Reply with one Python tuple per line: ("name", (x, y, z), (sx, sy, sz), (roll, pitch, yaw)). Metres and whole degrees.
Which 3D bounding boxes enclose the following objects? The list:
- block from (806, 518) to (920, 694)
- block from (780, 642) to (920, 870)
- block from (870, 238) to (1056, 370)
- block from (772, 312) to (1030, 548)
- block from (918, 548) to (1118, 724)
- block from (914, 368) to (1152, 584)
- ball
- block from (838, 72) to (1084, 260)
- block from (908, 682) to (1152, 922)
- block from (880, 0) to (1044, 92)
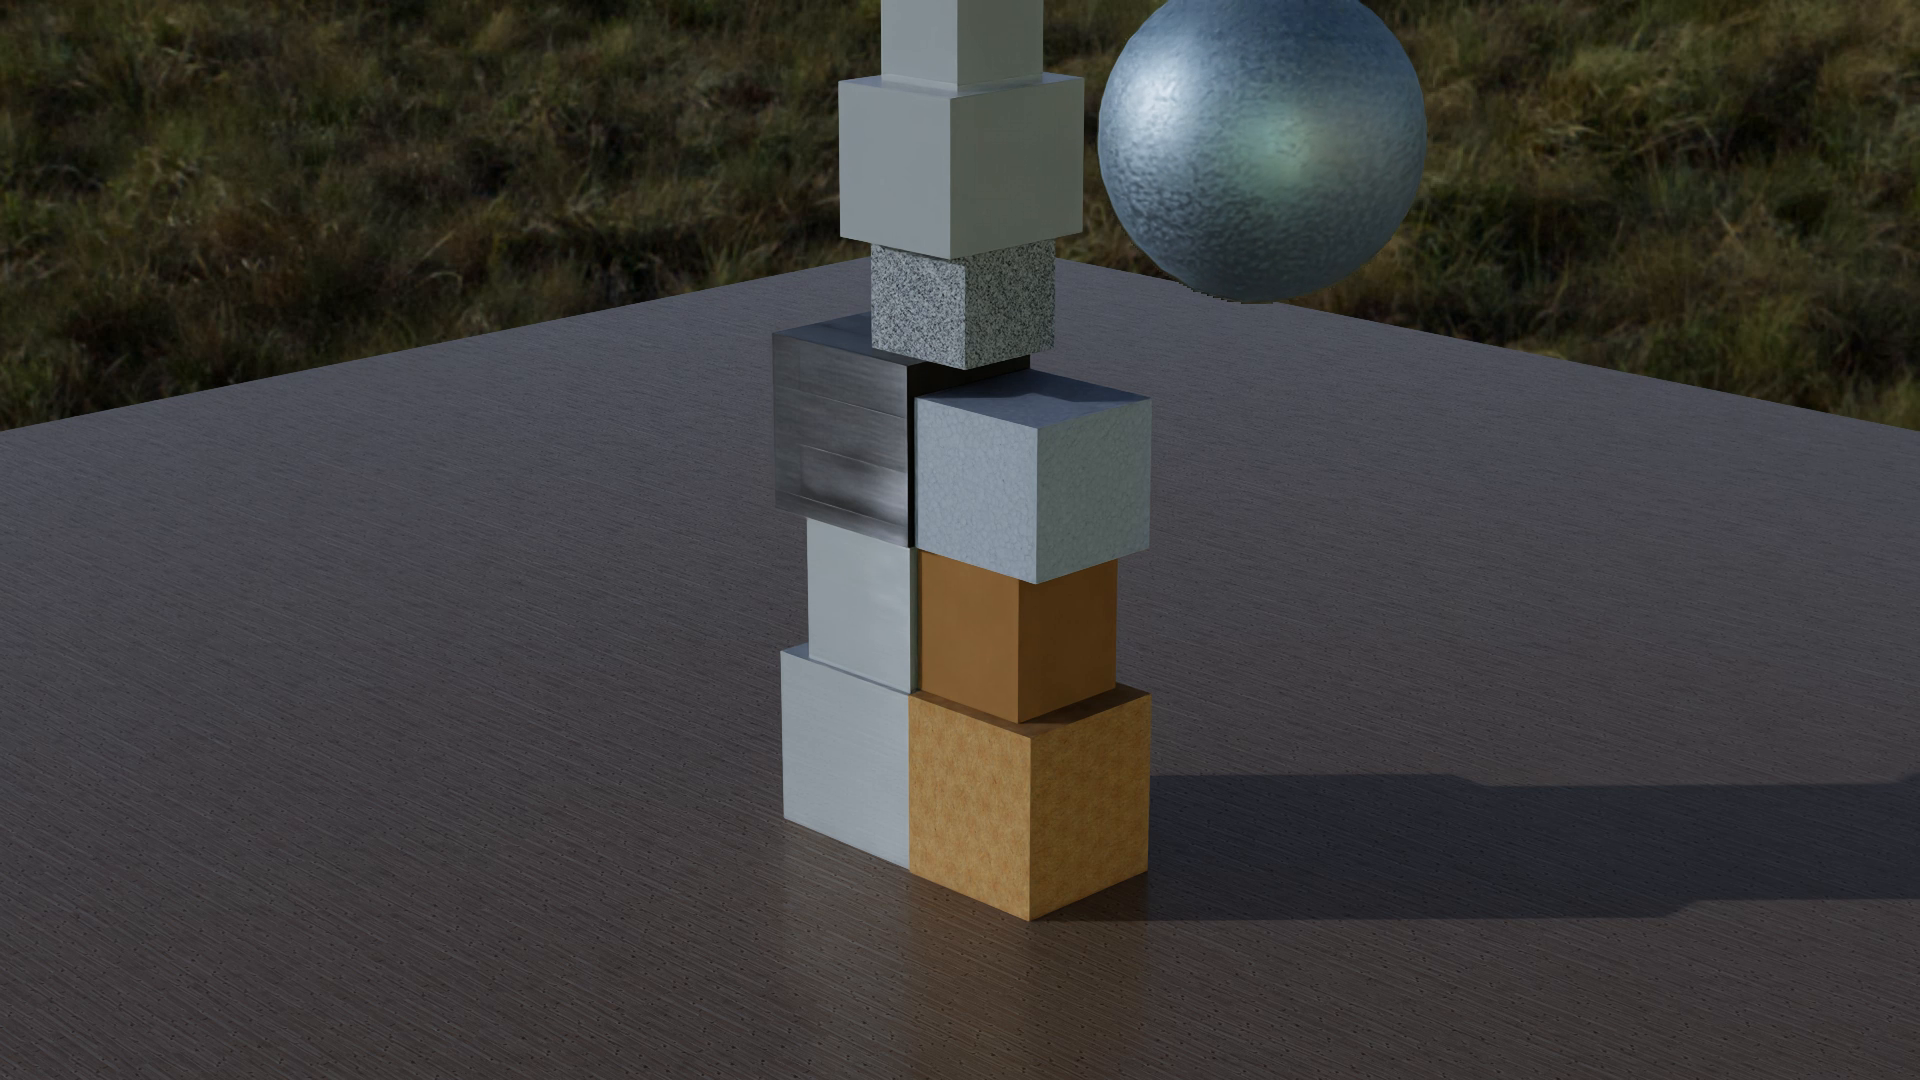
("block", (-0.239, 0.216, 13.631), (0.644, 0.712, 0.682), (-17, 24, -42))
("block", (-0.276, 0.944, 13.922), (0.739, 0.851, 0.875), (-17, 24, -42))
("block", (0.013, -1.104, 13.009), (0.565, 0.515, 0.588), (-17, 24, -42))
("block", (-0.269, -0.536, 13.450), (0.778, 0.832, 0.884), (-17, 24, -42))
("block", (0.258, 0.341, 13.206), (0.639, 0.695, 0.627), (-17, 24, -42))
("block", (0.320, -0.294, 12.921), (0.728, 0.689, 0.744), (-17, 24, -42))
("ball", (1.467, -1.959, 14.264), (1.600, 1.600, 1.600), (0, 17, 0))
("block", (0.008, -1.673, 12.824), (0.826, 0.682, 0.685), (-17, 24, -42))
("block", (0.316, 1.110, 13.365), (0.789, 0.868, 0.763), (-17, 24, -42))
("block", (0.010, -2.211, 12.657), (0.525, 0.444, 0.465), (-17, 24, -42))
